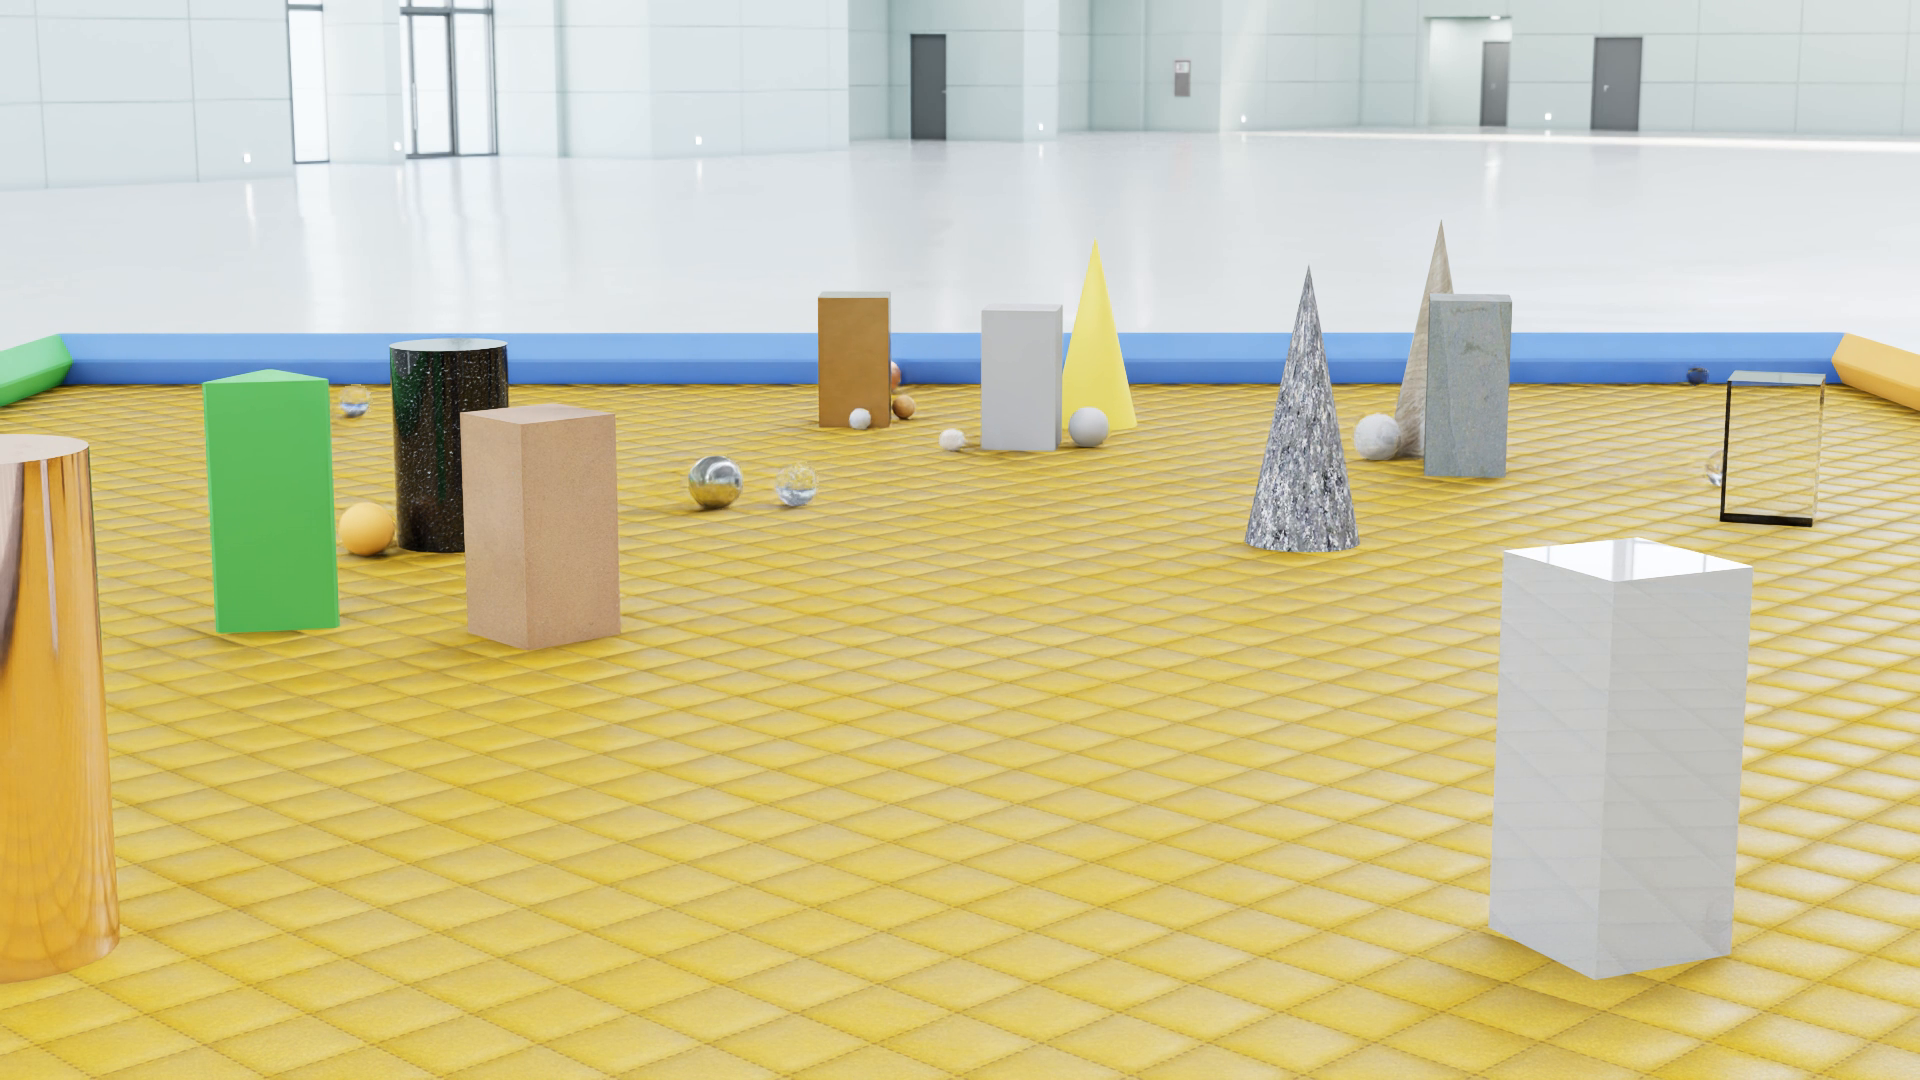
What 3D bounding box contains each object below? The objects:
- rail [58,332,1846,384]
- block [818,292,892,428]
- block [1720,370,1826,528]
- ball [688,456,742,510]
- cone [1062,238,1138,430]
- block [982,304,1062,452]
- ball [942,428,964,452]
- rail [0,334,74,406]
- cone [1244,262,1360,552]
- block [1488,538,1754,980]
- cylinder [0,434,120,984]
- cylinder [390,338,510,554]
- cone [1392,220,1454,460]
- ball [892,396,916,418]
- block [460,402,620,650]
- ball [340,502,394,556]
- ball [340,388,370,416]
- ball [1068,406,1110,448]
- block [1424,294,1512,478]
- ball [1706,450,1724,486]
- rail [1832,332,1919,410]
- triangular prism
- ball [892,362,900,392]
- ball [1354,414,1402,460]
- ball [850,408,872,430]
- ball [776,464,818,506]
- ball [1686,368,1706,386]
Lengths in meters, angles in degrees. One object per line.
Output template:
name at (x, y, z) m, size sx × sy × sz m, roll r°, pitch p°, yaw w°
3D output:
rail at (-0.014, -0.405, 5.754) m, size 4.021 × 0.113 × 0.045 m, roll 0°, pitch 11°, yaw 0°
block at (-0.210, -0.363, 5.145) m, size 0.140 × 0.258 × 0.140 m, roll 0°, pitch 11°, yaw 1°
block at (1.295, -0.147, 4.087) m, size 0.140 × 0.226 × 0.140 m, roll 4°, pitch 11°, yaw 21°
ball at (-0.400, -0.094, 4.180) m, size 0.087 × 0.087 × 0.087 m, roll 0°, pitch 11°, yaw 0°
cone at (0.268, -0.417, 5.110) m, size 0.174 × 0.377 × 0.174 m, roll 0°, pitch 11°, yaw 0°
block at (0.118, -0.309, 4.847) m, size 0.140 × 0.262 × 0.140 m, roll 1°, pitch 11°, yaw 7°
ball at (-0.014, -0.187, 4.789) m, size 0.043 × 0.043 × 0.043 m, roll 0°, pitch 11°, yaw 0°
rail at (-1.987, 0.031, 3.439) m, size 0.045 × 0.113 × 4.737 m, roll 0°, pitch 11°, yaw 0°
cone at (0.520, -0.206, 3.863) m, size 0.174 × 0.424 × 0.174 m, roll 0°, pitch 11°, yaw 0°
block at (0.541, 0.175, 2.111) m, size 0.140 × 0.325 × 0.140 m, roll -5°, pitch 12°, yaw -25°
cylinder at (-0.787, 0.133, 2.085) m, size 0.174 × 0.417 × 0.174 m, roll 0°, pitch 11°, yaw 0°
cylinder at (-0.766, -0.145, 3.870) m, size 0.174 × 0.301 × 0.174 m, roll 0°, pitch 11°, yaw 0°
cone at (0.882, -0.377, 4.739) m, size 0.174 × 0.435 × 0.174 m, roll 0°, pitch 11°, yaw 0°
ball at (-0.114, -0.271, 5.223) m, size 0.048 × 0.048 × 0.048 m, roll 0°, pitch 11°, yaw 0°
block at (-0.532, -0.020, 3.256) m, size 0.140 × 0.284 × 0.140 m, roll -10°, pitch 14°, yaw -41°
ball at (-0.874, -0.016, 3.784) m, size 0.080 × 0.080 × 0.080 m, roll 0°, pitch 11°, yaw 0°
ball at (-1.239, -0.283, 5.254) m, size 0.060 × 0.060 × 0.060 m, roll 0°, pitch 11°, yaw 0°
ball at (0.244, -0.213, 4.837) m, size 0.077 × 0.077 × 0.077 m, roll 0°, pitch 11°, yaw 0°
block at (0.898, -0.275, 4.542) m, size 0.140 × 0.309 × 0.140 m, roll 2°, pitch 11°, yaw 9°
ball at (1.311, -0.123, 4.396) m, size 0.064 × 0.064 × 0.064 m, roll 0°, pitch 11°, yaw 0°
rail at (1.987, 0.027, 3.462) m, size 0.045 × 0.113 × 4.737 m, roll 0°, pitch 11°, yaw 0°
triangular prism at (-0.892, -0.054, 3.333) m, size 0.151 × 0.322 × 0.131 m, roll -2°, pitch 11°, yaw -12°
ball at (-0.168, -0.356, 5.599) m, size 0.076 × 0.076 × 0.076 m, roll 0°, pitch 11°, yaw 0°
ball at (0.762, -0.188, 4.680) m, size 0.087 × 0.087 × 0.087 m, roll 0°, pitch 11°, yaw 0°
ball at (-0.197, -0.239, 5.065) m, size 0.043 × 0.043 × 0.043 m, roll 0°, pitch 11°, yaw 0°
ball at (-0.268, -0.090, 4.206) m, size 0.070 × 0.070 × 0.070 m, roll 0°, pitch 11°, yaw 0°
ball at (1.649, -0.366, 5.745) m, size 0.042 × 0.042 × 0.042 m, roll 0°, pitch 11°, yaw 0°
